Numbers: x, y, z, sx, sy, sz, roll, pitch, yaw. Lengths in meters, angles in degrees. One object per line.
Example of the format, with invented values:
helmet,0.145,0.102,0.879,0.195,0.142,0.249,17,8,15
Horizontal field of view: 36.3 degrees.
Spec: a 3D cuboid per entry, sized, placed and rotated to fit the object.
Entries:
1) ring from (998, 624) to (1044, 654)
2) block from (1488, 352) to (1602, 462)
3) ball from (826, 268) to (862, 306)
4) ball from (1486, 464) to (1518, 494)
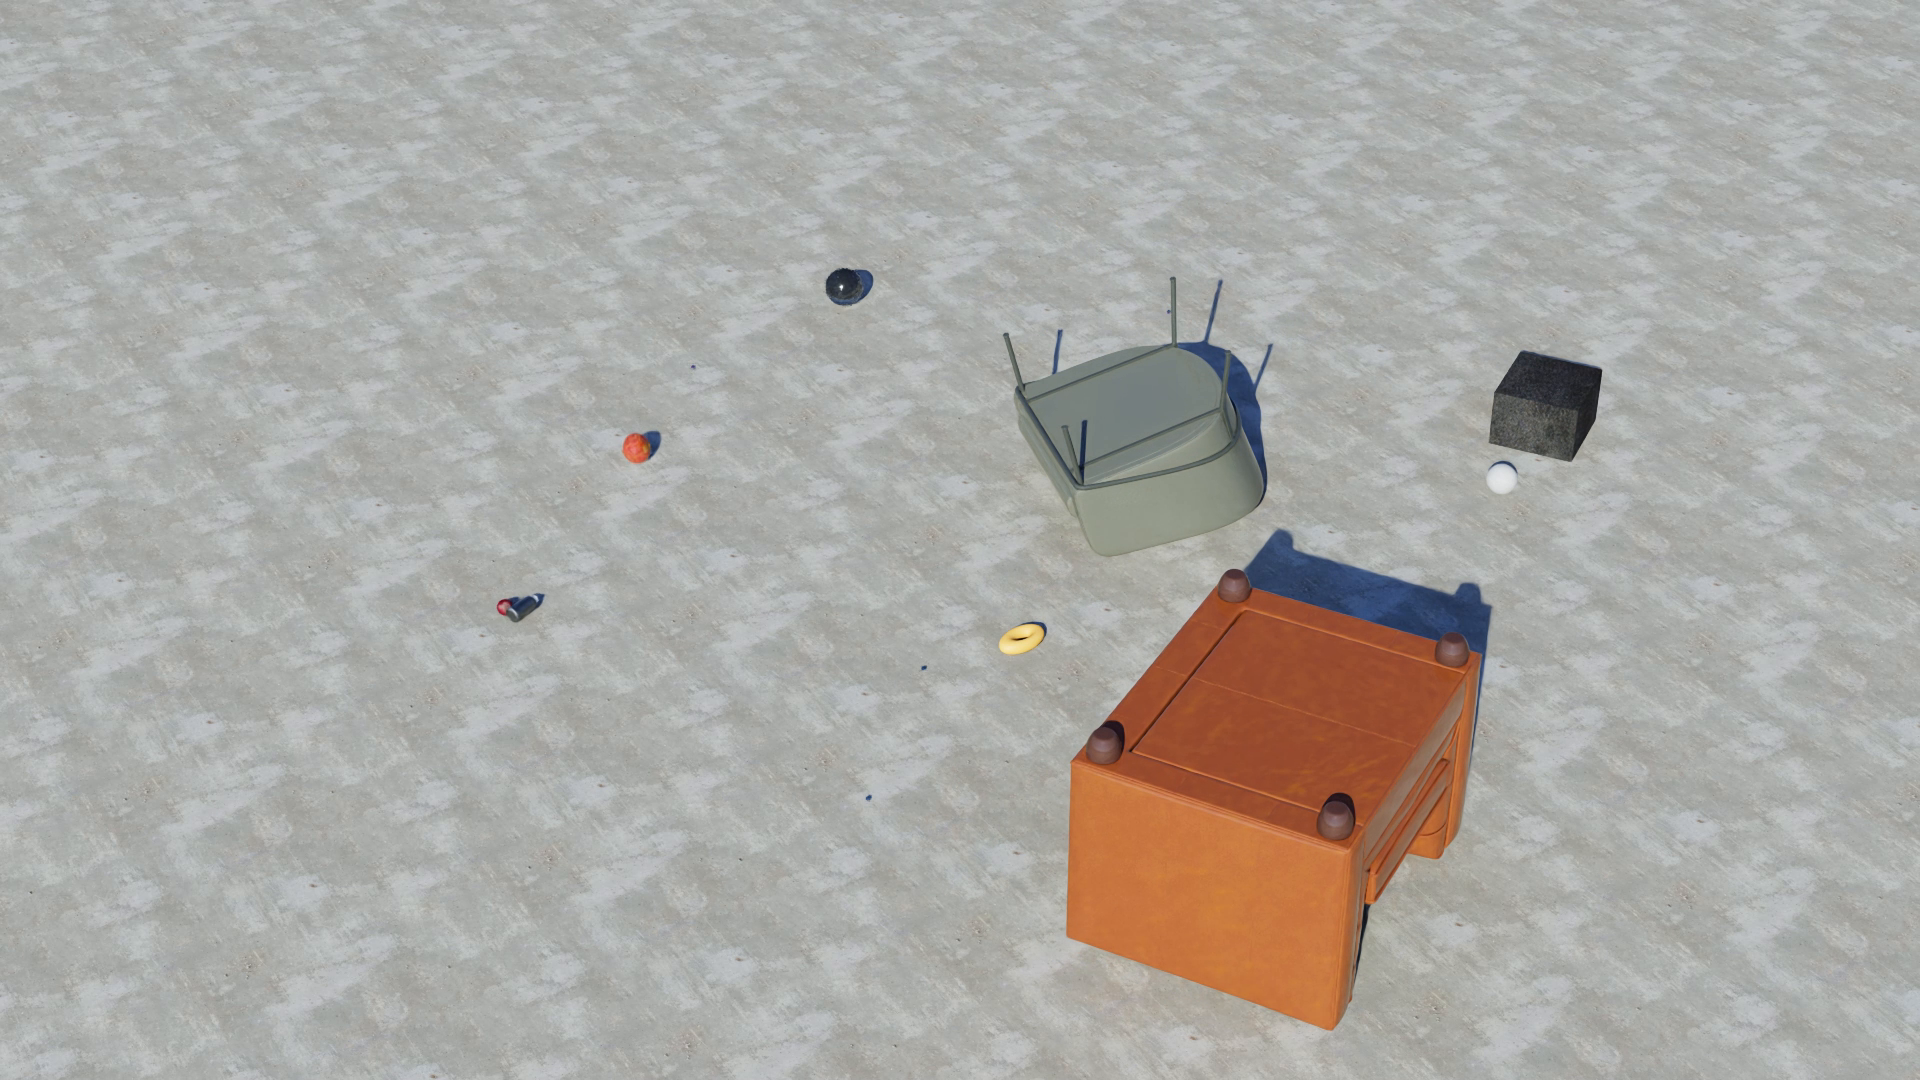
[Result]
ring,0.218,0.351,10.368,0.196,0.049,0.112,-26,43,-34
block,2.303,-0.526,11.532,0.334,0.231,0.353,15,36,21
ball,-0.492,-1.072,12.427,0.160,0.160,0.160,0,33,0
ball,2.067,-0.233,11.189,0.119,0.119,0.119,0,33,0
